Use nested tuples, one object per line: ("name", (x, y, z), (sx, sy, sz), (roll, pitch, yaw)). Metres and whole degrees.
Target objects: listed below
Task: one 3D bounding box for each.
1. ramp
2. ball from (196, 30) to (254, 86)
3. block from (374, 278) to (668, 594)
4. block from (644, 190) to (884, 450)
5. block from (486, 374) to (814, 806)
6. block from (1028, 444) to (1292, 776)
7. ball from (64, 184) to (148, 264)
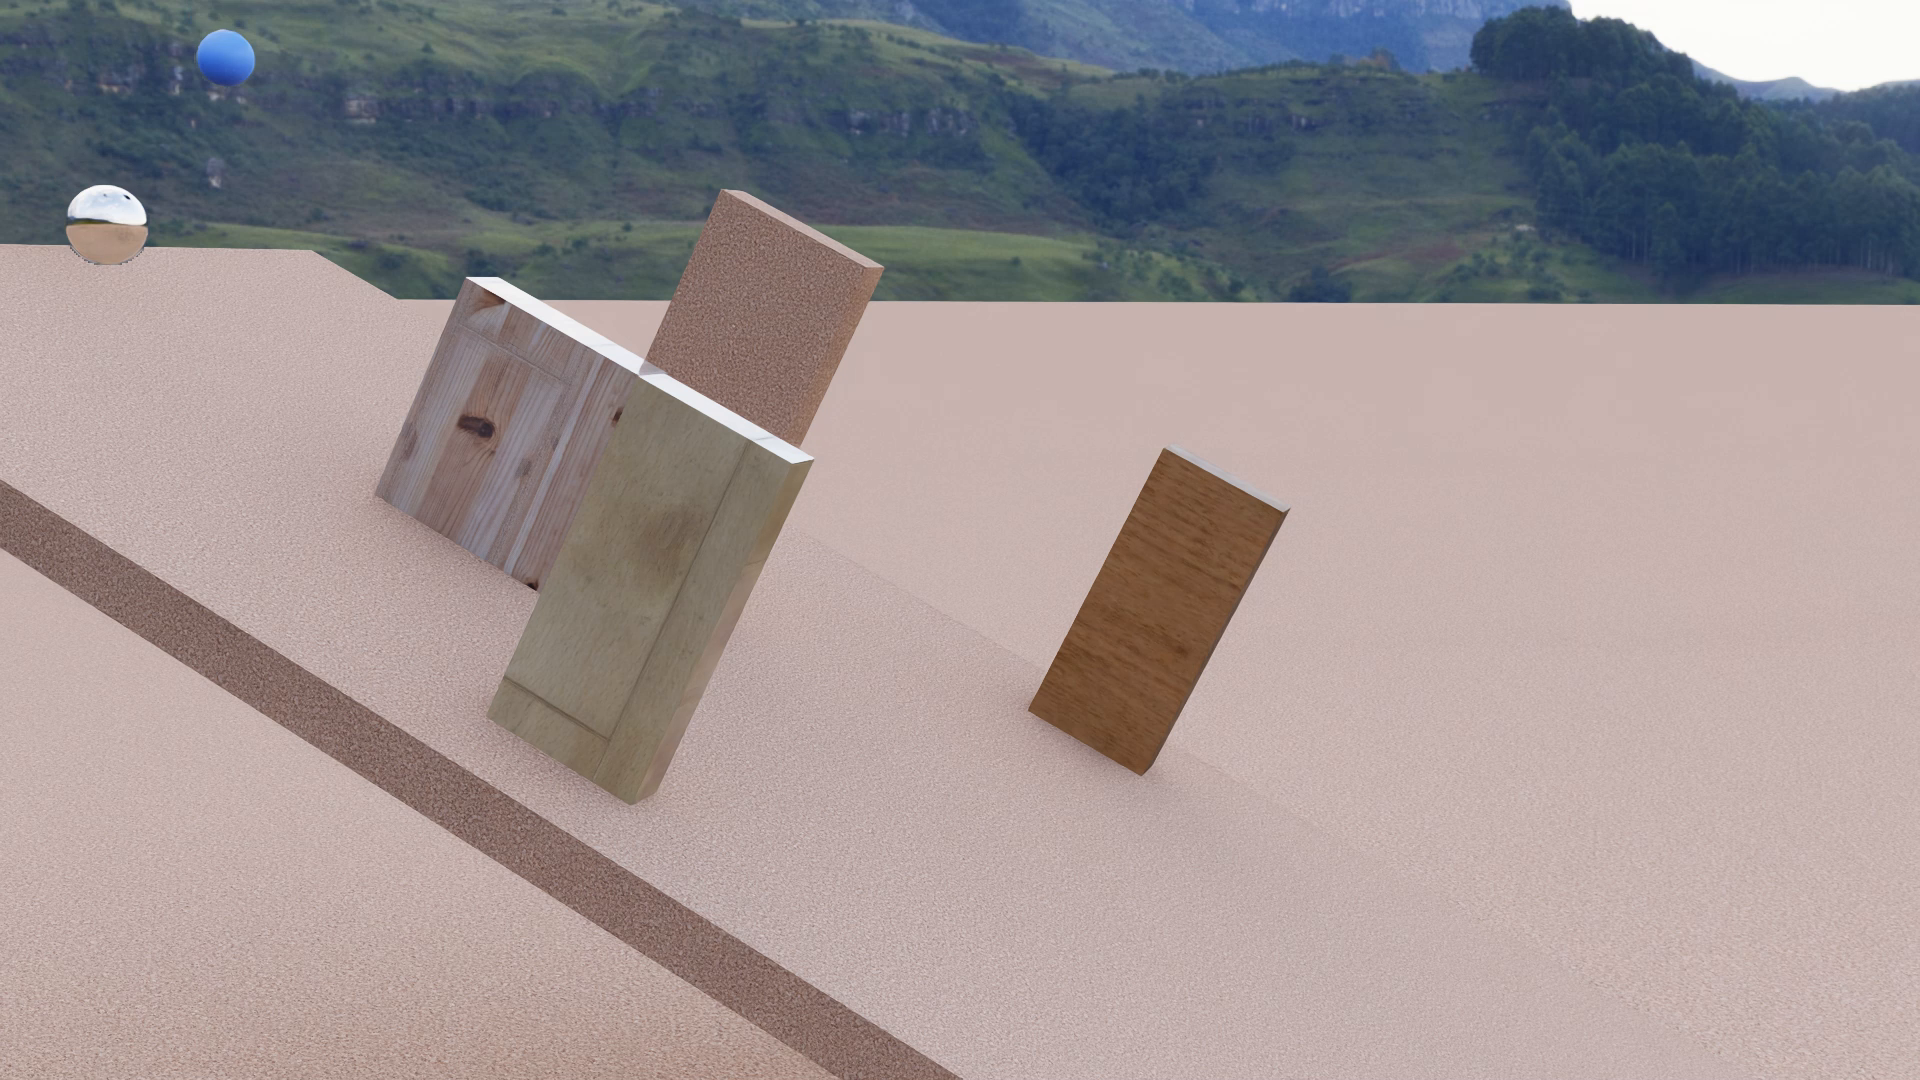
("ramp", (-0.235, 0.394, 4.155), (4.000, 0.100, 2.000), (29, 14, 12))
("ball", (-1.557, -1.022, 4.664), (0.117, 0.117, 0.117), (0, 7, 0))
("block", (-0.818, -0.196, 4.087), (0.388, 0.453, 0.119), (29, 14, 12))
("block", (-0.467, -0.264, 4.313), (0.328, 0.768, 0.109), (29, 14, 12))
("block", (-0.482, 0.077, 3.392), (0.277, 0.601, 0.093), (29, 14, 12))
("block", (0.422, 0.148, 4.682), (0.282, 0.644, 0.115), (29, 14, 12))
("ball", (-1.731, -0.640, 4.463), (0.159, 0.159, 0.159), (0, 7, 0))
